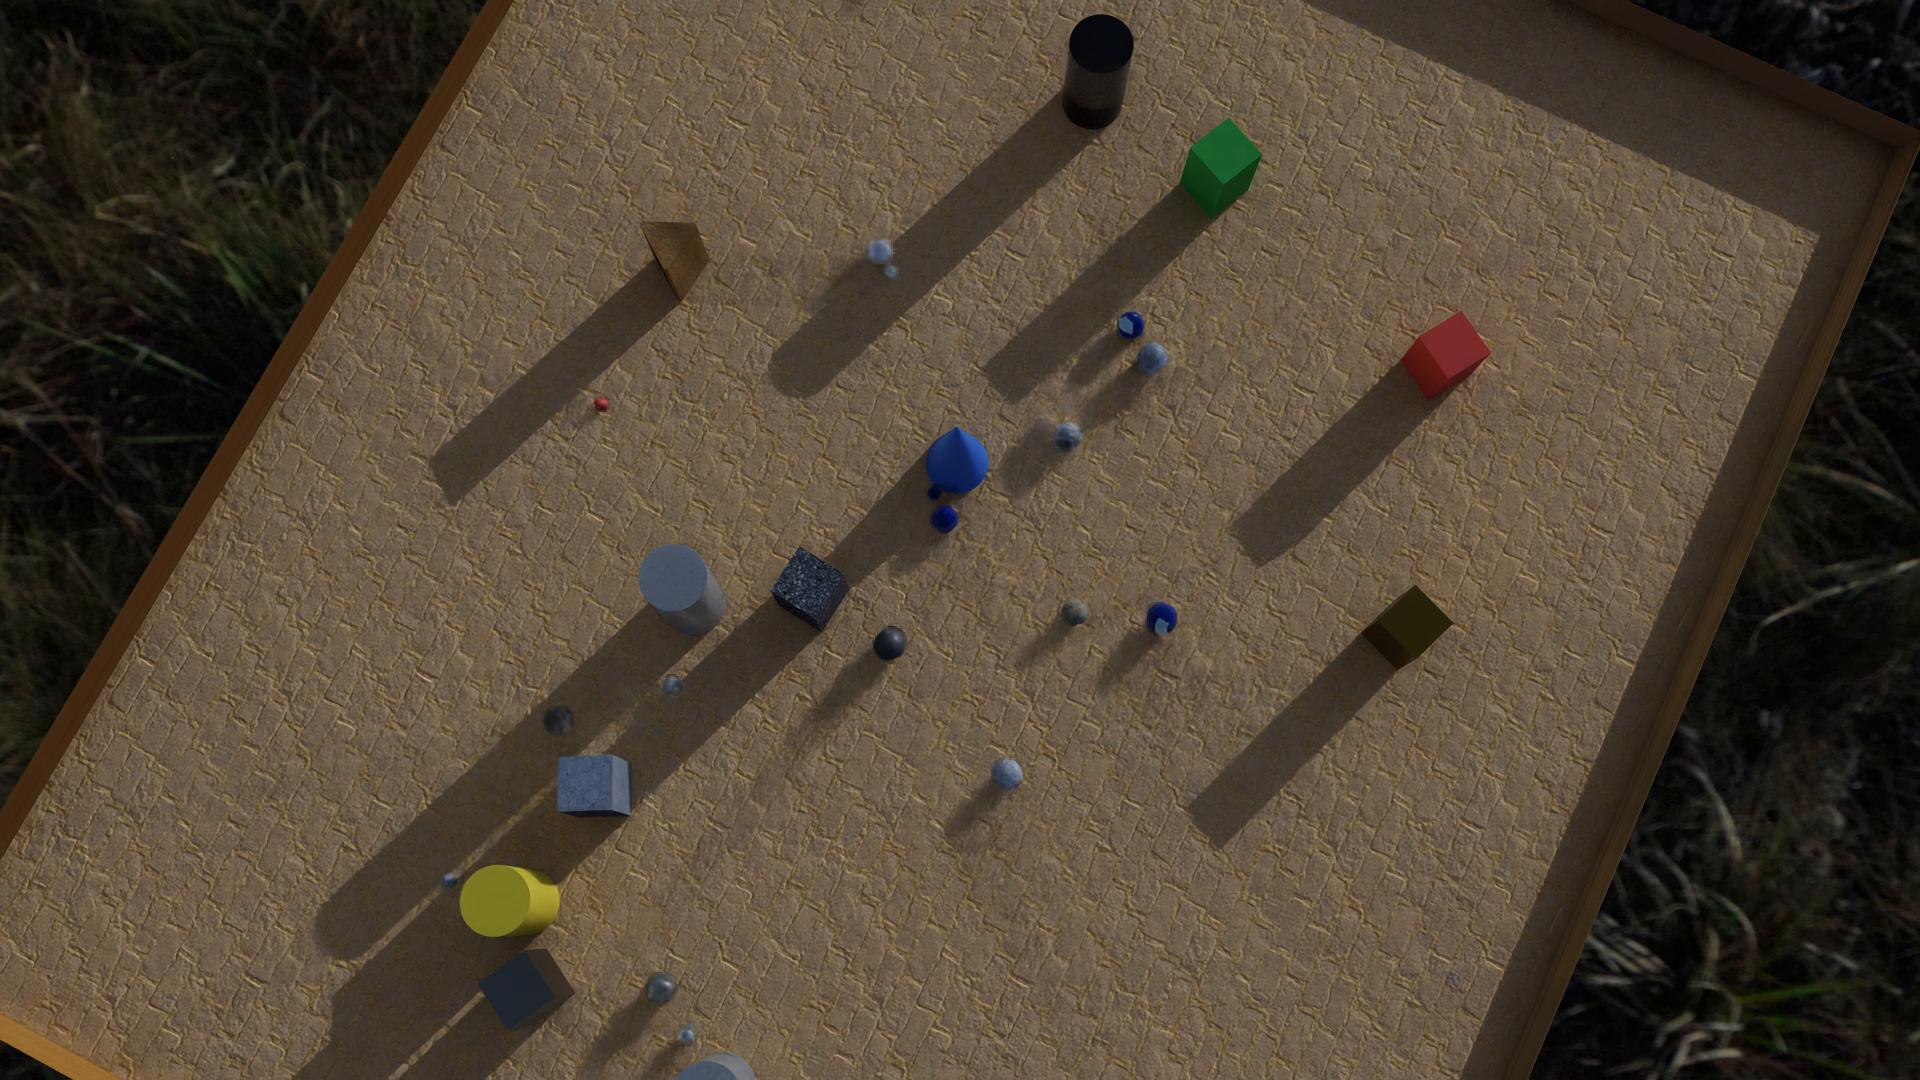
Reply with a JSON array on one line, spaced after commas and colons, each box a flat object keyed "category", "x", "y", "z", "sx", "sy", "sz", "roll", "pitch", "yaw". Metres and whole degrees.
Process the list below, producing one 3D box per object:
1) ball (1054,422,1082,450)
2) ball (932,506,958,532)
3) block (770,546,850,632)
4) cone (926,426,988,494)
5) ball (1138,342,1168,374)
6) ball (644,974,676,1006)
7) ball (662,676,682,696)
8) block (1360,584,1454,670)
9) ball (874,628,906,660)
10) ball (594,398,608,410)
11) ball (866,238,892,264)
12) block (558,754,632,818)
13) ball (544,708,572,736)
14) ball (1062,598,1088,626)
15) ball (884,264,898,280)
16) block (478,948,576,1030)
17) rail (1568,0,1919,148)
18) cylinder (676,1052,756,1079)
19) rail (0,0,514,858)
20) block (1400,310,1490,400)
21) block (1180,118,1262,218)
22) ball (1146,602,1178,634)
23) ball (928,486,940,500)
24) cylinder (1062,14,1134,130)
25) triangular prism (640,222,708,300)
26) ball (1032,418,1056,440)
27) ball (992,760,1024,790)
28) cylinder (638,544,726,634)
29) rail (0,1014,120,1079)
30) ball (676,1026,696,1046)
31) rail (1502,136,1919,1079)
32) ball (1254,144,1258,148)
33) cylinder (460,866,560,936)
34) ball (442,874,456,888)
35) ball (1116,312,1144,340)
[{"category": "ball", "x": 0.334, "y": -0.318, "z": 5.637, "sx": 0.089, "sy": 0.089, "sz": 0.089, "roll": 0, "pitch": 78, "yaw": 0}, {"category": "ball", "x": -0.046, "y": -0.064, "z": 5.588, "sx": 0.082, "sy": 0.082, "sz": 0.082, "roll": 0, "pitch": 78, "yaw": 0}, {"category": "block", "x": -0.444, "y": 0.149, "z": 5.454, "sx": 0.155, "sy": 0.258, "sz": 0.155, "roll": 32, "pitch": 80, "yaw": 6}, {"category": "cone", "x": -0.009, "y": -0.282, "z": 5.458, "sx": 0.194, "sy": 0.424, "sz": 0.194, "roll": 0, "pitch": 78, "yaw": 0}, {"category": "ball", "x": 0.598, "y": -0.563, "z": 5.683, "sx": 0.097, "sy": 0.097, "sz": 0.097, "roll": 0, "pitch": 78, "yaw": 0}, {"category": "ball", "x": -0.866, "y": 1.300, "z": 5.301, "sx": 0.091, "sy": 0.091, "sz": 0.091, "roll": 0, "pitch": 78, "yaw": 0}, {"category": "ball", "x": -0.864, "y": 0.438, "z": 5.497, "sx": 0.057, "sy": 0.057, "sz": 0.057, "roll": 0, "pitch": 78, "yaw": 0}, {"category": "block", "x": 1.325, "y": 0.262, "z": 5.441, "sx": 0.155, "sy": 0.237, "sz": 0.155, "roll": -42, "pitch": 81, "yaw": -8}, {"category": "ball", "x": -0.212, "y": 0.314, "z": 5.502, "sx": 0.096, "sy": 0.096, "sz": 0.096, "roll": 0, "pitch": 78, "yaw": 0}, {"category": "ball", "x": -1.113, "y": -0.422, "z": 5.682, "sx": 0.043, "sy": 0.043, "sz": 0.043, "roll": 0, "pitch": 78, "yaw": 0}, {"category": "ball", "x": -0.255, "y": -0.909, "z": 5.762, "sx": 0.083, "sy": 0.083, "sz": 0.083, "roll": 0, "pitch": 78, "yaw": 0}, {"category": "block", "x": -1.058, "y": 0.716, "z": 5.317, "sx": 0.155, "sy": 0.296, "sz": 0.155, "roll": -2, "pitch": 78, "yaw": 0}, {"category": "ball", "x": -1.197, "y": 0.542, "z": 5.461, "sx": 0.086, "sy": 0.086, "sz": 0.086, "roll": 0, "pitch": 78, "yaw": 0}, {"category": "ball", "x": 0.346, "y": 0.218, "z": 5.530, "sx": 0.081, "sy": 0.081, "sz": 0.081, "roll": 0, "pitch": 78, "yaw": 0}, {"category": "ball", "x": -0.219, "y": -0.843, "z": 5.768, "sx": 0.046, "sy": 0.046, "sz": 0.046, "roll": 0, "pitch": 78, "yaw": 0}, {"category": "block", "x": -1.229, "y": 1.275, "z": 5.211, "sx": 0.155, "sy": 0.277, "sz": 0.155, "roll": -35, "pitch": 80, "yaw": -7}, {"category": "rail", "x": 1.115, "y": -2.177, "z": 6.002, "sx": 4.265, "sy": 0.126, "sz": 0.045, "roll": 26, "pitch": 80, "yaw": 5}, {"category": "cylinder", "x": -0.685, "y": 1.541, "z": 5.114, "sx": 0.194, "sy": 0.360, "sz": 0.194, "roll": 0, "pitch": 78, "yaw": 0}, {"category": "rail", "x": -1.886, "y": -0.917, "z": 5.741, "sx": 0.045, "sy": 0.126, "sz": 5.035, "roll": 26, "pitch": 80, "yaw": 5}, {"category": "block", "x": 1.485, "y": -0.562, "z": 5.612, "sx": 0.155, "sy": 0.237, "sz": 0.155, "roll": -31, "pitch": 80, "yaw": -6}, {"category": "block", "x": 0.811, "y": -1.157, "z": 5.716, "sx": 0.155, "sy": 0.275, "sz": 0.155, "roll": -39, "pitch": 81, "yaw": -7}, {"category": "ball", "x": 0.609, "y": 0.236, "z": 5.519, "sx": 0.095, "sy": 0.095, "sz": 0.095, "roll": 0, "pitch": 78, "yaw": 0}, {"category": "ball", "x": -0.080, "y": -0.143, "z": 5.624, "sx": 0.041, "sy": 0.041, "sz": 0.041, "roll": 0, "pitch": 78, "yaw": 0}, {"category": "cylinder", "x": 0.427, "y": -1.455, "z": 5.715, "sx": 0.194, "sy": 0.396, "sz": 0.194, "roll": 0, "pitch": 78, "yaw": 0}, {"category": "triangular prism", "x": -0.900, "y": -0.888, "z": 5.651, "sx": 0.146, "sy": 0.292, "sz": 0.168, "roll": 31, "pitch": 80, "yaw": 6}, {"category": "ball", "x": 0.260, "y": -0.343, "z": 5.652, "sx": 0.070, "sy": 0.070, "sz": 0.070, "roll": 0, "pitch": 78, "yaw": 0}, {"category": "ball", "x": 0.142, "y": 0.694, "z": 5.427, "sx": 0.089, "sy": 0.089, "sz": 0.089, "roll": 0, "pitch": 78, "yaw": 0}, {"category": "cylinder", "x": -0.808, "y": 0.149, "z": 5.369, "sx": 0.194, "sy": 0.425, "sz": 0.194, "roll": 0, "pitch": 78, "yaw": 0}, {"category": "rail", "x": -1.115, "y": 2.191, "z": 5.098, "sx": 4.265, "sy": 0.126, "sz": 0.045, "roll": 26, "pitch": 80, "yaw": 5}, {"category": "ball", "x": -0.790, "y": 1.431, "z": 5.292, "sx": 0.055, "sy": 0.055, "sz": 0.055, "roll": 0, "pitch": 78, "yaw": 0}, {"category": "rail", "x": 1.886, "y": 0.930, "z": 5.359, "sx": 0.045, "sy": 0.126, "sz": 5.035, "roll": 26, "pitch": 80, "yaw": 5}, {"category": "ball", "x": 0.916, "y": -1.225, "z": 5.830, "sx": 0.078, "sy": 0.078, "sz": 0.078, "roll": 0, "pitch": 78, "yaw": 0}, {"category": "cylinder", "x": -1.276, "y": 1.028, "z": 5.212, "sx": 0.194, "sy": 0.376, "sz": 0.194, "roll": 0, "pitch": 78, "yaw": 0}, {"category": "ball", "x": -1.501, "y": 1.003, "z": 5.388, "sx": 0.041, "sy": 0.041, "sz": 0.041, "roll": 0, "pitch": 78, "yaw": 0}, {"category": "ball", "x": 0.533, "y": -0.669, "z": 5.711, "sx": 0.087, "sy": 0.087, "sz": 0.087, "roll": 0, "pitch": 78, "yaw": 0}]
